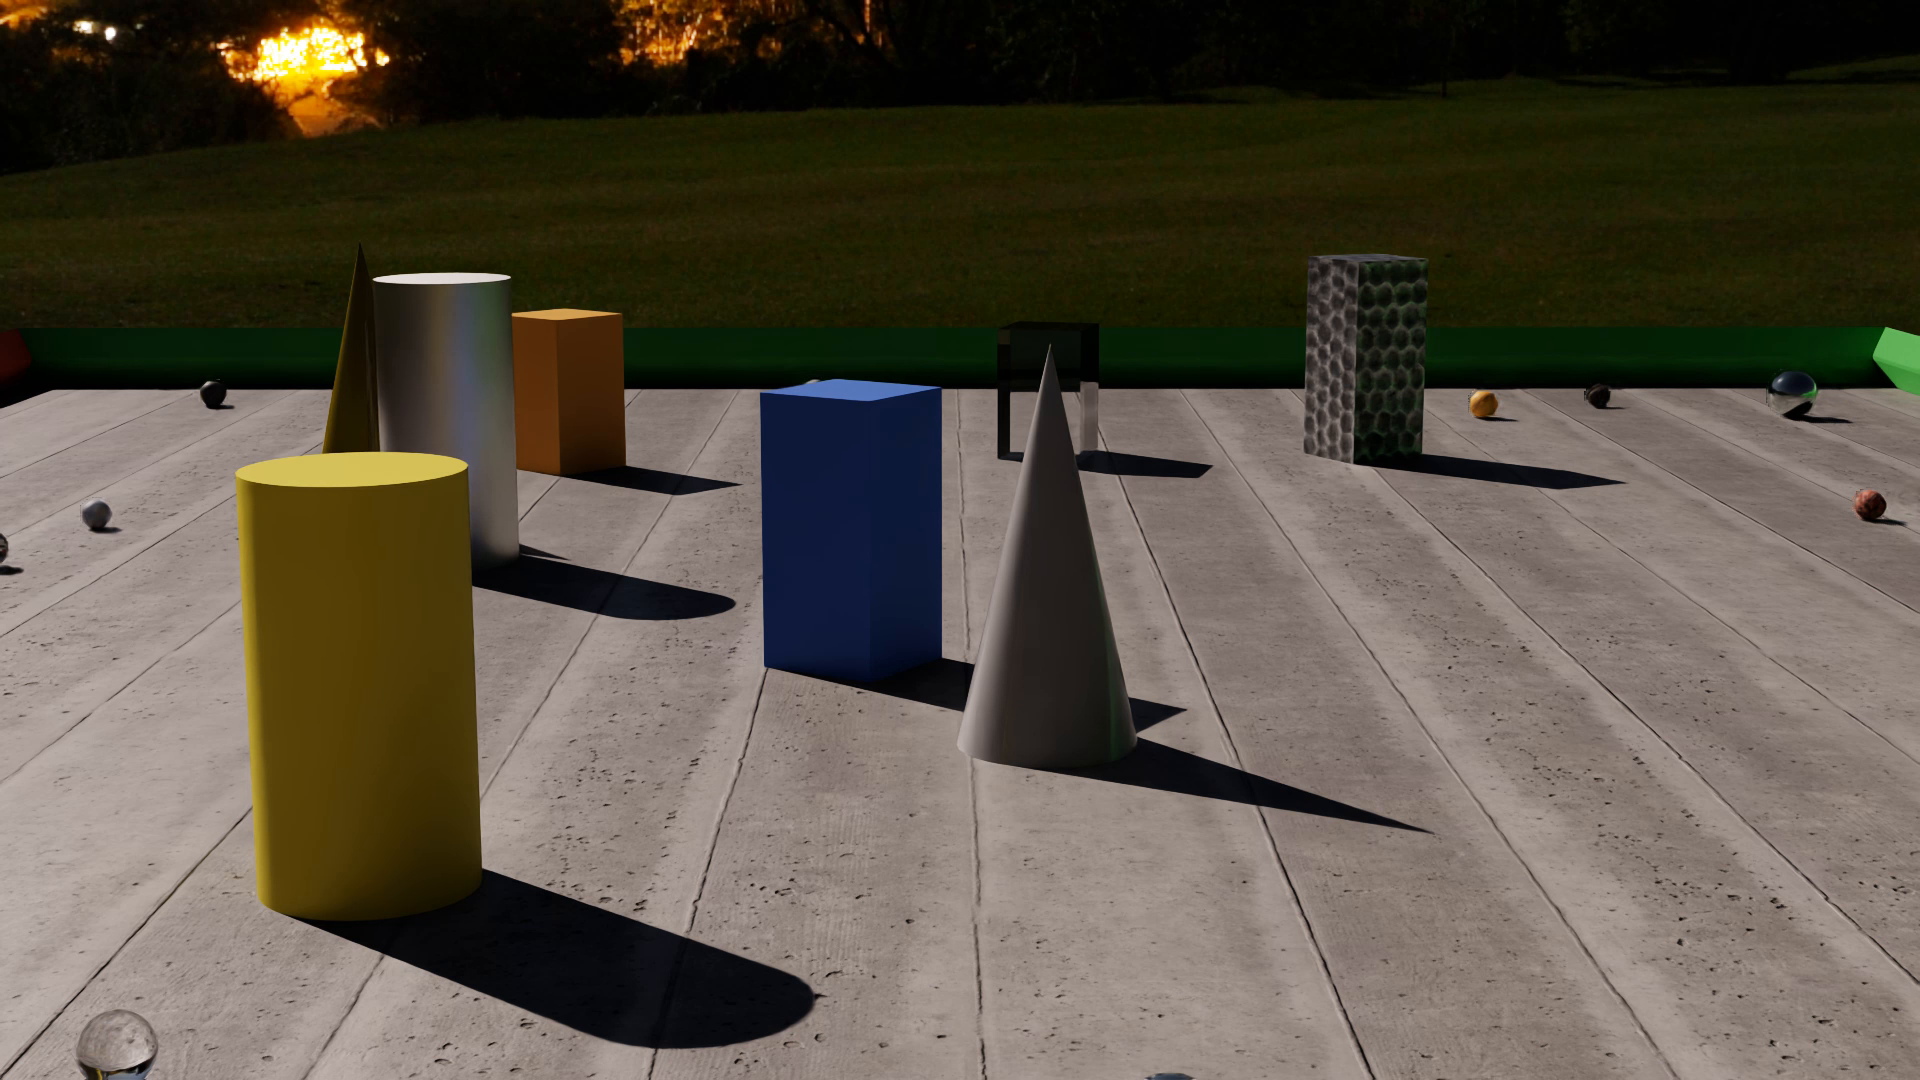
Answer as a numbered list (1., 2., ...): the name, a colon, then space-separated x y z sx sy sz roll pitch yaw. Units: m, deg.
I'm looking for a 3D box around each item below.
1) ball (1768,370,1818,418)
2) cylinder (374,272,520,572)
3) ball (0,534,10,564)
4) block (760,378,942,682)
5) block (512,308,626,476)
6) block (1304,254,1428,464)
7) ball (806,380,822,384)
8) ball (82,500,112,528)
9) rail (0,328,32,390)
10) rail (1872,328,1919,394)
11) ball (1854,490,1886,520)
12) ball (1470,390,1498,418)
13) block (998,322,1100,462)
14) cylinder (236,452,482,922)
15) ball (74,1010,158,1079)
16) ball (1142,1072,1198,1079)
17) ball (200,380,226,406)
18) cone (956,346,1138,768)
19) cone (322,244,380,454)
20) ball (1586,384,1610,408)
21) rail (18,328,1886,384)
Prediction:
1. ball: 1.741 -0.305 5.363 0.099 0.099 0.099 0 10 0
2. cylinder: -0.757 -0.176 3.786 0.198 0.419 0.198 0 10 0
3. ball: -1.424 0.013 3.761 0.057 0.057 0.057 0 10 0
4. block: -0.131 -0.016 3.140 0.158 0.339 0.158 7 12 32
5. block: -0.726 -0.273 4.691 0.158 0.280 0.158 9 14 40
6. block: 0.760 -0.343 4.811 0.158 0.373 0.158 -5 12 -27
7. ball: -0.310 -0.313 5.507 0.062 0.062 0.062 0 10 0
8. ball: -1.374 -0.041 4.083 0.045 0.045 0.045 0 10 0
9. rail: -2.133 0.035 3.437 0.045 0.128 5.047 0 10 0
10. rail: 2.133 0.031 3.461 0.045 0.128 5.047 0 10 0
11. ball: 1.475 -0.057 4.159 0.048 0.048 0.048 0 10 0
12. ball: 1.093 -0.283 5.354 0.058 0.058 0.058 0 10 0
13. block: 0.167 -0.281 4.837 0.158 0.243 0.158 3 11 15
14. cylinder: -0.530 0.124 2.274 0.198 0.379 0.198 0 10 0
15. ball: -0.607 0.367 1.847 0.057 0.057 0.057 0 10 0
16. ball: 0.139 0.388 1.688 0.074 0.074 0.074 0 10 0
17. ball: -1.615 -0.317 5.546 0.055 0.055 0.055 0 10 0
18. cone: 0.095 0.007 2.750 0.198 0.437 0.198 0 10 0
19. cone: -0.954 -0.255 4.119 0.198 0.452 0.198 0 10 0
20. ball: 1.377 -0.311 5.531 0.049 0.049 0.049 0 10 0
21. rail: -0.014 -0.422 5.907 4.313 0.128 0.045 0 10 0
